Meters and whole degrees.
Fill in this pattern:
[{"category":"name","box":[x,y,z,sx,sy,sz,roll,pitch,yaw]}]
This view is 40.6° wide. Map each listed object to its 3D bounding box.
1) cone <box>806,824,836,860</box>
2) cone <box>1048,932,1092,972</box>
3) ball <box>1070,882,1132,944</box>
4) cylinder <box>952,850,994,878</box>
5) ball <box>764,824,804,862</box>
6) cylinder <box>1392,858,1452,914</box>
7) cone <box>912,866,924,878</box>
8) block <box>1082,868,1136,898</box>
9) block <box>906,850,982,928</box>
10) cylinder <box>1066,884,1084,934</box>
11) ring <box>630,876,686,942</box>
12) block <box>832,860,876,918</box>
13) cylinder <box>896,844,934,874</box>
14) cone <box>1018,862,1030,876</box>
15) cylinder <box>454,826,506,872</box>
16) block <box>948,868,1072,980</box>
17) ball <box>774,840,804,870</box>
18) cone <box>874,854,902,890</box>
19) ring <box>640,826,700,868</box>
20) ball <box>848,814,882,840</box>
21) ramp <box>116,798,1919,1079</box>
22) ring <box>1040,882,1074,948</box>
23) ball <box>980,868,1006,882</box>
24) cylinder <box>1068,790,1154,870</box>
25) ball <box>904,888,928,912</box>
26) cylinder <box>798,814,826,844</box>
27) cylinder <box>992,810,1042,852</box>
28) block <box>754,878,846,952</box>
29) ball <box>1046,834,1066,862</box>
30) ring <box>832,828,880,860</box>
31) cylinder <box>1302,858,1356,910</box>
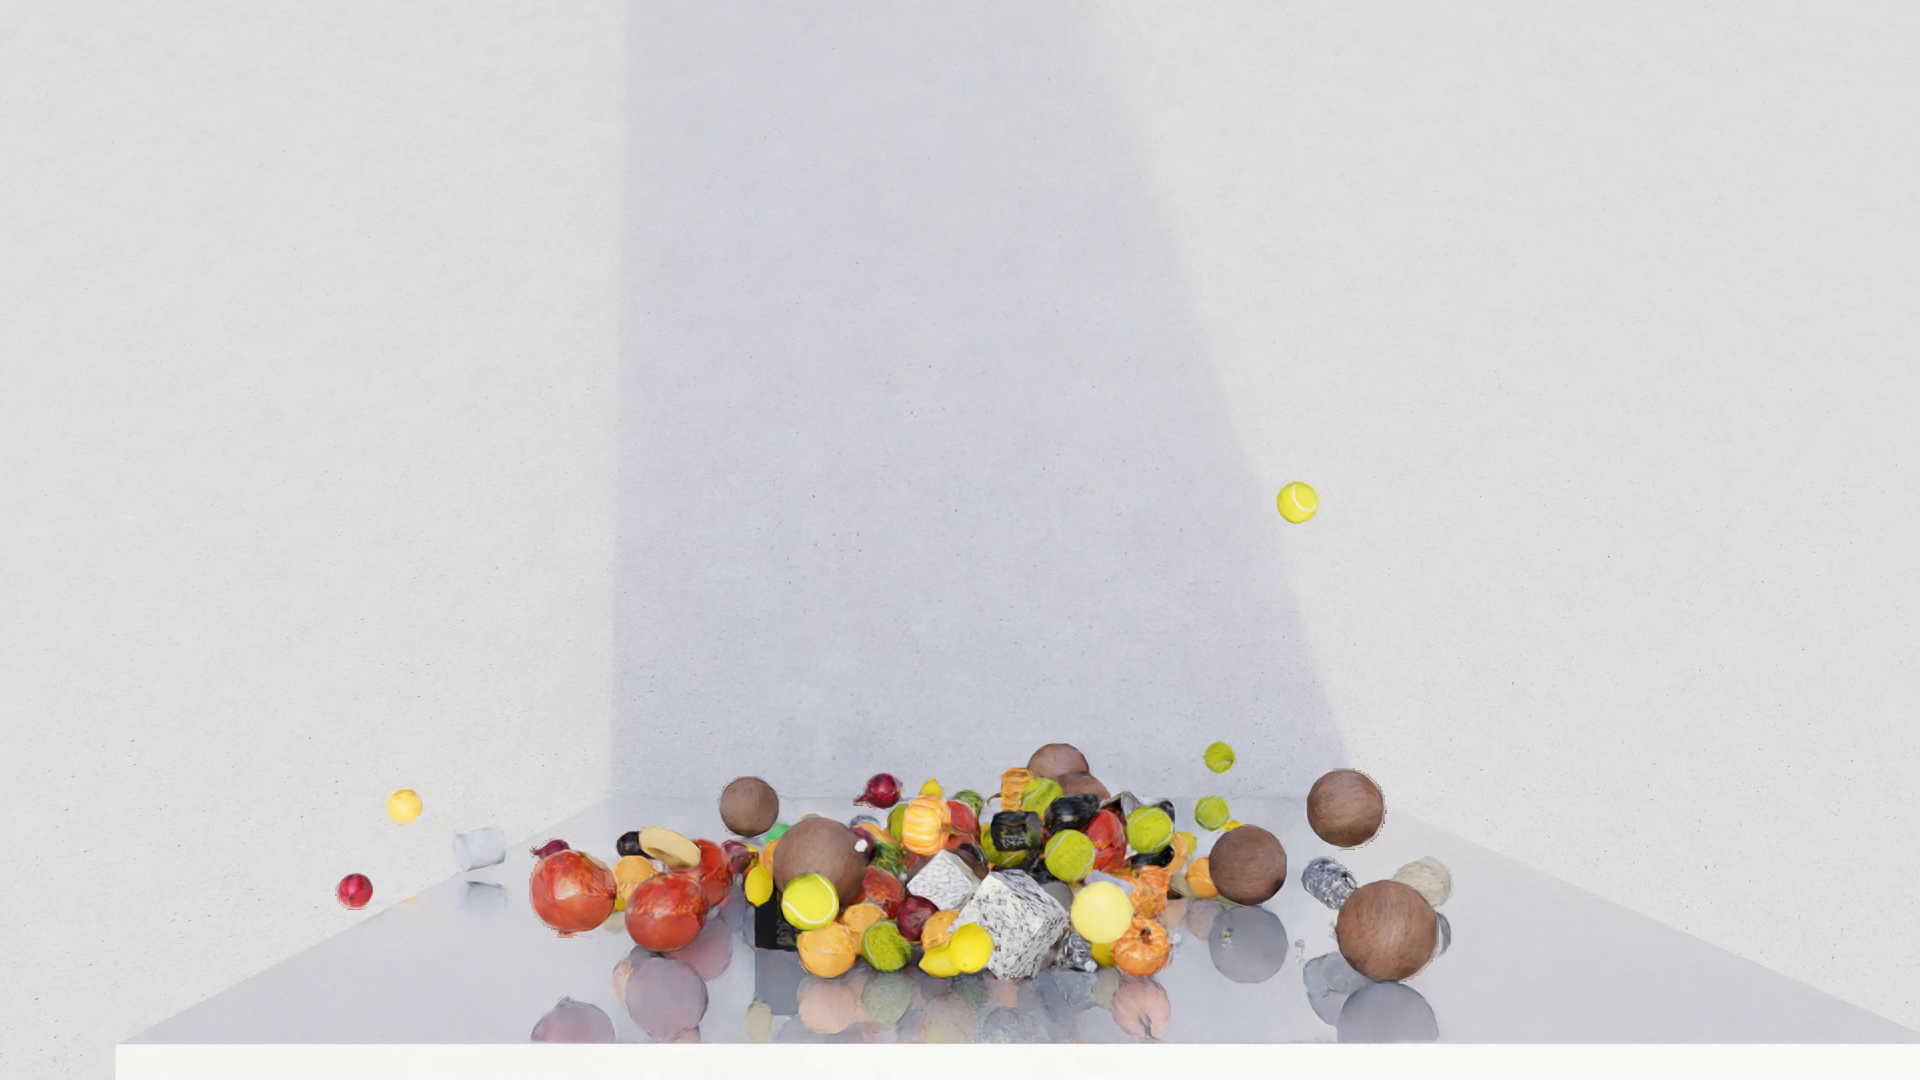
[{"category":"cone","box":[-0.250,0.592,5.024,0.071,0.071,0.071,13,30,-22]},{"category":"cone","box":[0.137,0.558,3.446,0.055,0.055,0.055,-30,27,23]},{"category":"ball","box":[0.173,0.455,3.167,0.075,0.075,0.075,0,35,0]},{"category":"cylinder","box":[0.016,0.569,4.473,0.067,0.067,0.067,0,34,-16]},{"category":"ball","box":[-0.334,0.579,4.942,0.077,0.077,0.077,0,35,0]},{"category":"cylinder","box":[0.737,0.551,4.147,0.081,0.081,0.081,15,3,20]},{"category":"cone","box":[-0.048,0.581,4.302,0.064,0.064,0.064,-3,25,-5]},{"category":"block","box":[0.196,0.490,3.543,0.065,0.065,0.065,21,82,6]},{"category":"block","box":[-0.015,0.475,3.530,0.070,0.070,0.070,-45,66,4]},{"category":"cylinder","box":[0.168,0.515,3.625,0.059,0.059,0.059,-26,39,-3]},{"category":"ring","box":[-0.436,0.531,3.749,0.035,0.106,0.106,39,28,-22]},{"category":"block","box":[-0.155,0.511,3.808,0.061,0.061,0.061,1,22,-5]},{"category":"cylinder","box":[-0.082,0.584,4.747,0.052,0.052,0.052,24,9,30]},{"category":"cone","box":[0.105,0.571,4.396,0.059,0.059,0.059,0,-2,0]},{"category":"cylinder","box":[-0.877,0.564,4.740,0.070,0.070,0.070,-10,34,-37]},{"category":"block","box":[0.063,0.472,3.194,0.093,0.093,0.093,40,13,23]},{"category":"ball","box":[-0.316,0.586,4.825,0.055,0.055,0.055,0,35,0]},{"category":"cone","box":[-0.139,0.567,4.329,0.063,0.063,0.063,27,16,-9]},{"category":"ring","box":[-0.414,0.440,3.708,0.095,0.095,0.032,15,66,20]},{"category":"ball","box":[-0.195,0.595,5.305,0.068,0.068,0.068,0,35,0]},{"category":"ramp","box":[0.077,0.664,4.836,2.000,0.100,4.000,0,-2,0]},{"category":"ring","box":[0.116,0.512,3.522,0.035,0.104,0.104,24,42,35]},{"category":"ball","box":[0.060,0.560,4.173,0.067,0.067,0.067,0,35,0]},{"category":"cylinder","box":[0.242,0.468,4.169,0.100,0.100,0.100,-26,29,22]},{"category":"ball","box":[-0.061,0.565,4.130,0.054,0.054,0.054,0,35,0]},{"category":"cylinder","box":[-0.298,0.588,5.268,0.051,0.051,0.051,-6,21,-9]},{"category":"cylinder","box":[0.076,0.388,3.460,0.052,0.052,0.052,-6,31,24]},{"category":"block","box":[-0.228,0.532,3.693,0.091,0.091,0.091,-1,-2,39]},{"category":"ball","box":[0.175,0.592,4.991,0.054,0.054,0.054,0,35,0]},{"category":"ring","box":[-0.169,0.501,4.205,0.077,0.077,0.026,-4,33,-6]},{"category":"cylinder","box":[0.556,0.517,3.908,0.061,0.061,0.061,-14,19,-19]}]
